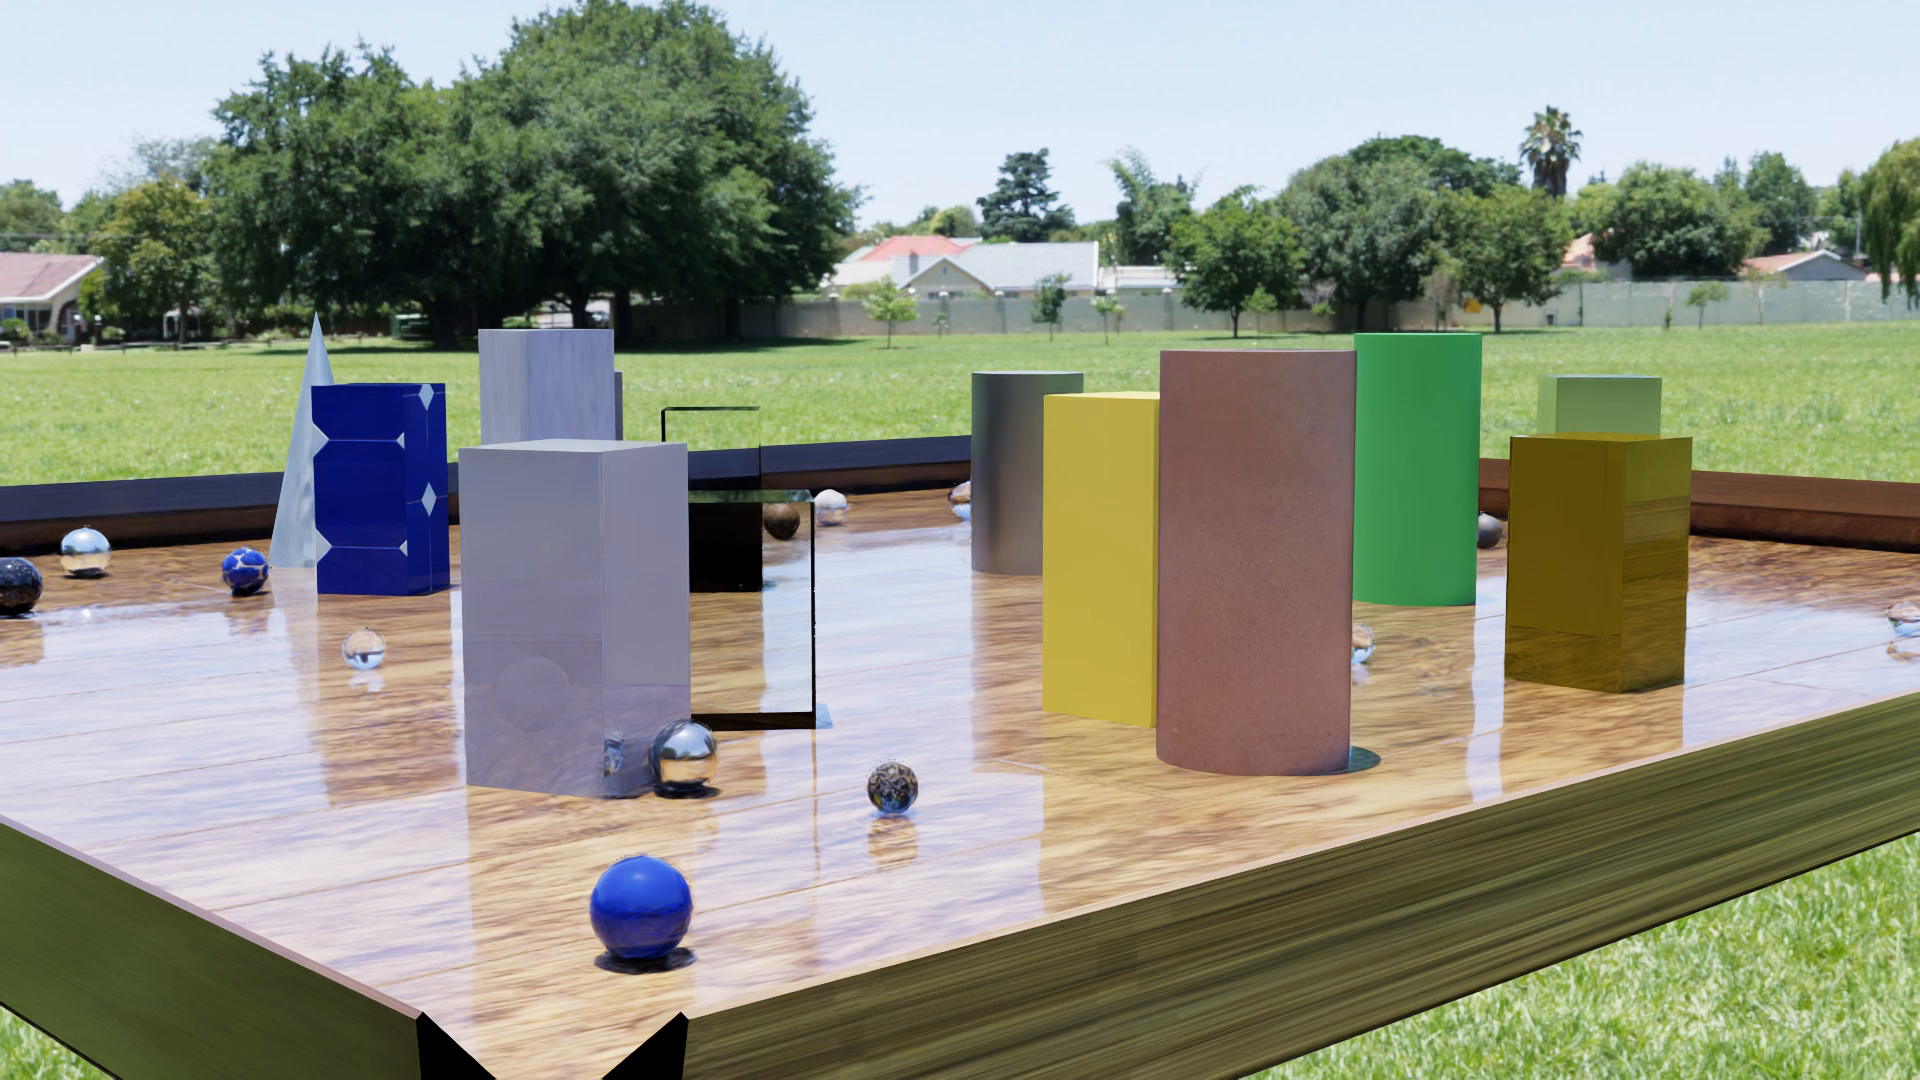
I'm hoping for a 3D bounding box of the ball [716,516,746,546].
[{"bbox_3d":[-0.429,-0.017,4.122,0.058,0.058,0.058,0,6,0],"label":"ball"}]

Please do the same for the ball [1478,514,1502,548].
[{"bbox_3d":[0.974,-0.016,4.084,0.064,0.064,0.064,0,6,0],"label":"ball"}]

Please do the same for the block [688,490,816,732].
[{"bbox_3d":[-0.237,0.073,2.390,0.153,0.242,0.153,-1,6,-6],"label":"block"}]

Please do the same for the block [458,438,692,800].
[{"bbox_3d":[-0.362,0.068,2.083,0.153,0.317,0.153,3,7,24],"label":"block"}]

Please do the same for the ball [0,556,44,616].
[{"bbox_3d":[-1.377,0.067,3.193,0.086,0.086,0.086,0,6,0],"label":"ball"}]

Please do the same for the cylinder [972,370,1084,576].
[{"bbox_3d":[0.115,-0.118,3.757,0.191,0.336,0.191,0,6,0],"label":"cylinder"}]

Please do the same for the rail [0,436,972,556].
[{"bbox_3d":[-1.093,-0.092,4.510,3.536,0.124,0.045,-6,8,-42],"label":"rail"}]

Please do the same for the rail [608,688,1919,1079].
[{"bbox_3d":[1.093,0.156,2.154,3.536,0.124,0.045,-6,8,-42],"label":"rail"}]

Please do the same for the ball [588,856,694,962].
[{"bbox_3d":[-0.218,0.252,1.506,0.071,0.071,0.071,0,6,0],"label":"ball"}]

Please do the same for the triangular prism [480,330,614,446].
[{"bbox_3d":[-0.537,-0.052,2.734,0.144,0.418,0.166,4,7,31],"label":"triangular prism"}]

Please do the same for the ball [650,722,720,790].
[{"bbox_3d":[-0.254,0.199,2.026,0.063,0.063,0.063,0,6,0],"label":"ball"}]

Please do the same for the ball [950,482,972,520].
[{"bbox_3d":[0.019,-0.083,4.660,0.078,0.078,0.078,0,6,0],"label":"ball"}]

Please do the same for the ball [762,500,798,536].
[{"bbox_3d":[-0.350,-0.041,4.301,0.070,0.070,0.070,0,6,0],"label":"ball"}]

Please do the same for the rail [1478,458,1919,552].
[{"bbox_3d":[1.282,-0.092,4.508,0.045,0.124,3.270,-6,8,-42],"label":"rail"}]

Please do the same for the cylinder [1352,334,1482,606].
[{"bbox_3d":[0.698,-0.112,3.371,0.191,0.406,0.191,0,6,0],"label":"cylinder"}]

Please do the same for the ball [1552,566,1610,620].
[{"bbox_3d":[0.888,0.076,3.143,0.078,0.078,0.078,0,6,0],"label":"ball"}]

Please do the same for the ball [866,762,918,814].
[{"bbox_3d":[-0.059,0.219,1.942,0.046,0.046,0.046,0,6,0],"label":"ball"}]

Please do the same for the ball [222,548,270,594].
[{"bbox_3d":[-1.118,0.048,3.441,0.072,0.072,0.072,0,6,0],"label":"ball"}]

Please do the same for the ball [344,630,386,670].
[{"bbox_3d":[-0.736,0.136,2.720,0.048,0.048,0.048,0,6,0],"label":"ball"}]

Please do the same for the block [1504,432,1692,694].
[{"bbox_3d":[0.765,0.022,2.637,0.153,0.292,0.153,-6,8,-44],"label":"block"}]

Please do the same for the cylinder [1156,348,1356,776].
[{"bbox_3d":[0.292,0.015,2.174,0.191,0.404,0.191,0,6,0],"label":"cylinder"}]

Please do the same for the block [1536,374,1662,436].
[{"bbox_3d":[0.970,-0.079,3.356,0.153,0.342,0.153,0,6,5],"label":"block"}]

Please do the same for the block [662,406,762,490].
[{"bbox_3d":[-0.401,-0.071,3.566,0.153,0.283,0.153,0,6,-4],"label":"block"}]

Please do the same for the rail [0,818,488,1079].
[{"bbox_3d":[-1.282,0.156,2.156,0.045,0.124,3.270,-6,8,-42],"label":"rail"}]

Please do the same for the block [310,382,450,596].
[{"bbox_3d":[-0.916,-0.084,3.485,0.153,0.325,0.153,1,6,11],"label":"block"}]

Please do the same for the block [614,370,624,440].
[{"bbox_3d":[-0.639,-0.111,3.667,0.153,0.341,0.153,-1,6,-9],"label":"block"}]

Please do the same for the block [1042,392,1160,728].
[{"bbox_3d":[0.200,0.015,2.431,0.153,0.350,0.153,6,8,43],"label":"block"}]

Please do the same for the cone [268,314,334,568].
[{"bbox_3d":[-1.123,-0.182,3.858,0.191,0.442,0.191,0,6,0],"label":"cone"}]

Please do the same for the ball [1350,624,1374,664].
[{"bbox_3d":[0.496,0.131,2.767,0.049,0.049,0.049,0,6,0],"label":"ball"}]

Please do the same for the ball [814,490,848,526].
[{"bbox_3d":[-0.267,-0.066,4.516,0.074,0.074,0.074,0,6,0],"label":"ball"}]

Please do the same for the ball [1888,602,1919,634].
[{"bbox_3d":[1.294,0.107,3.009,0.045,0.045,0.045,0,6,0],"label":"ball"}]

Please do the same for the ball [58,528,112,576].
[{"bbox_3d":[-1.455,0.021,3.657,0.081,0.081,0.081,0,6,0],"label":"ball"}]
